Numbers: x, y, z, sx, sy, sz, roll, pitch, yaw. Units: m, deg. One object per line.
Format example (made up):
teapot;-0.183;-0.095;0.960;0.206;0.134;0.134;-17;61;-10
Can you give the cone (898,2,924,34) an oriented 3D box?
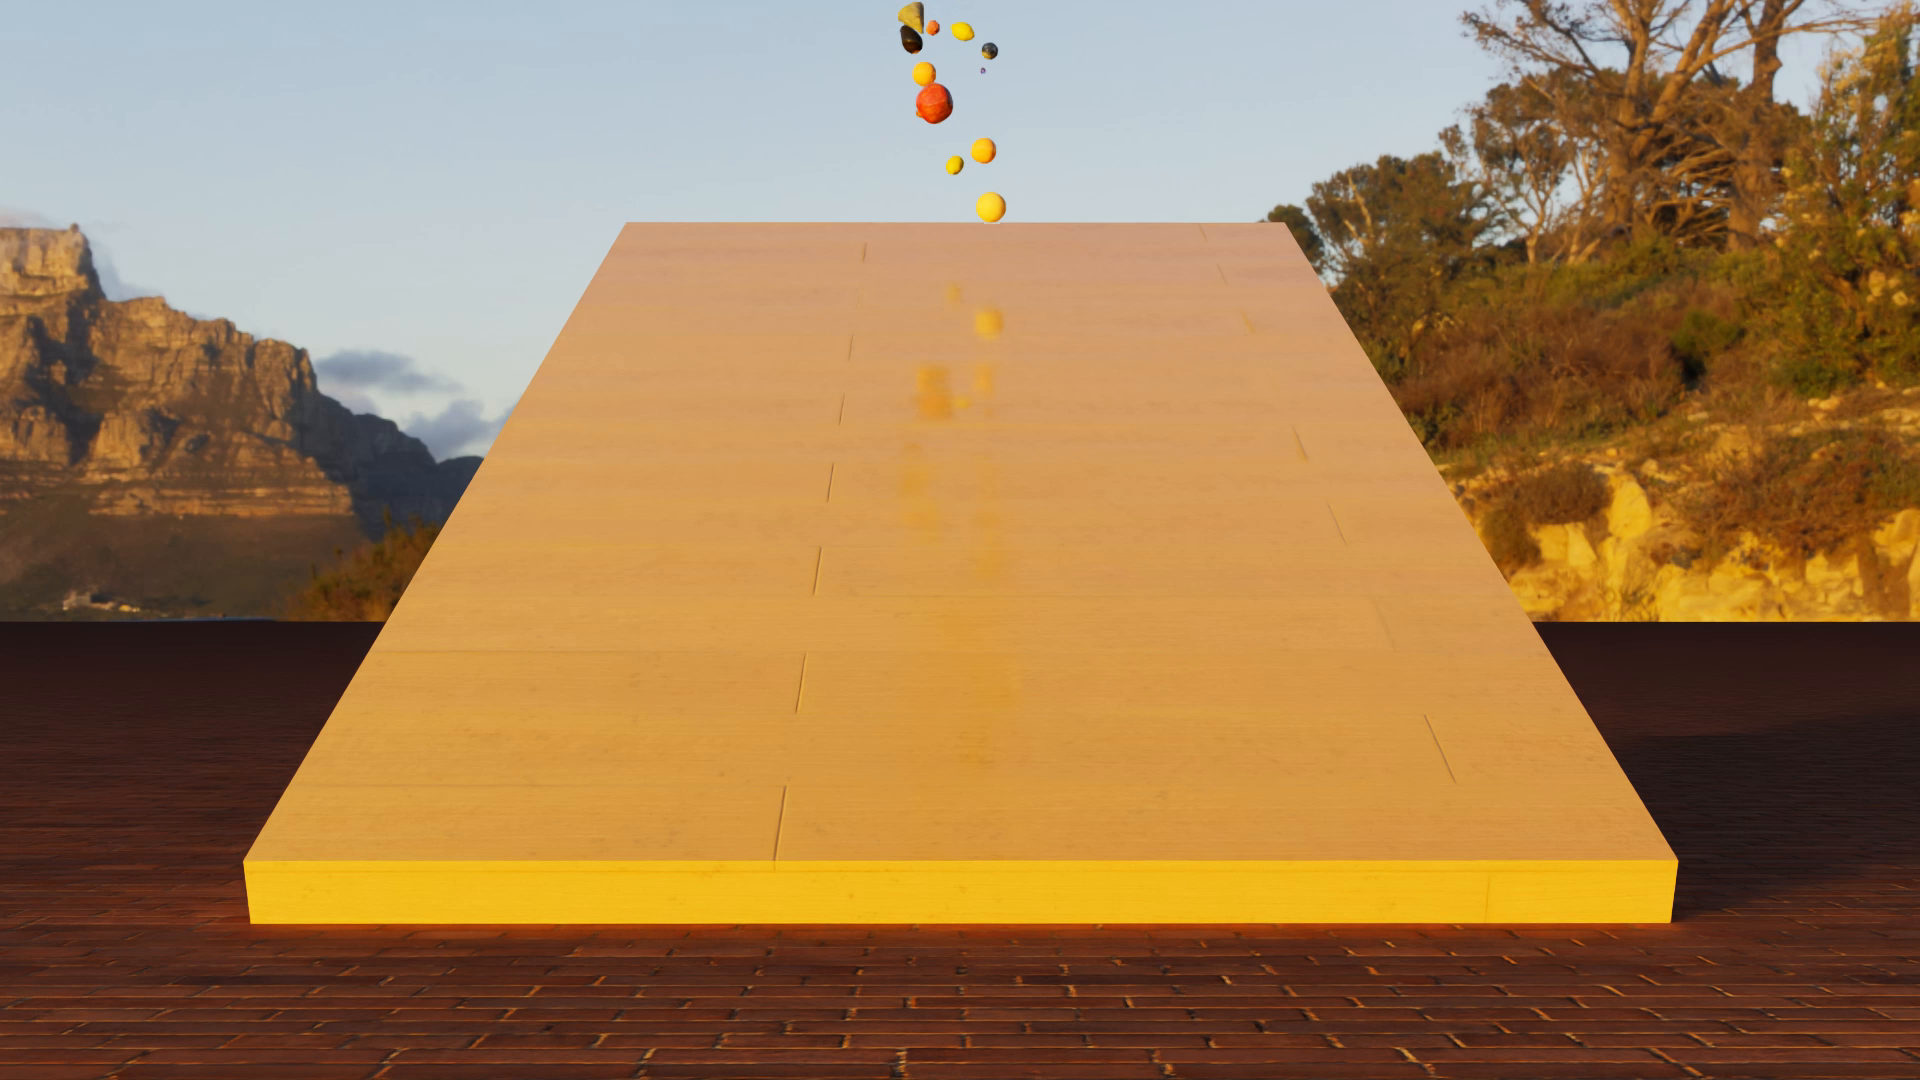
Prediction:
cone;-0.123;-1.472;6.487;0.083;0.083;0.083;-25;-18;-9

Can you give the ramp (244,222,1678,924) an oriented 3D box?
ramp;-0.005;-0.212;5.061;2.000;0.100;4.000;0;21;0

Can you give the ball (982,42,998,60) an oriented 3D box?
ball;0.089;-1.460;6.797;0.050;0.050;0.050;0;-2;0

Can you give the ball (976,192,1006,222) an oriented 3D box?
ball;0.089;-0.946;6.474;0.086;0.086;0.086;0;-2;0
